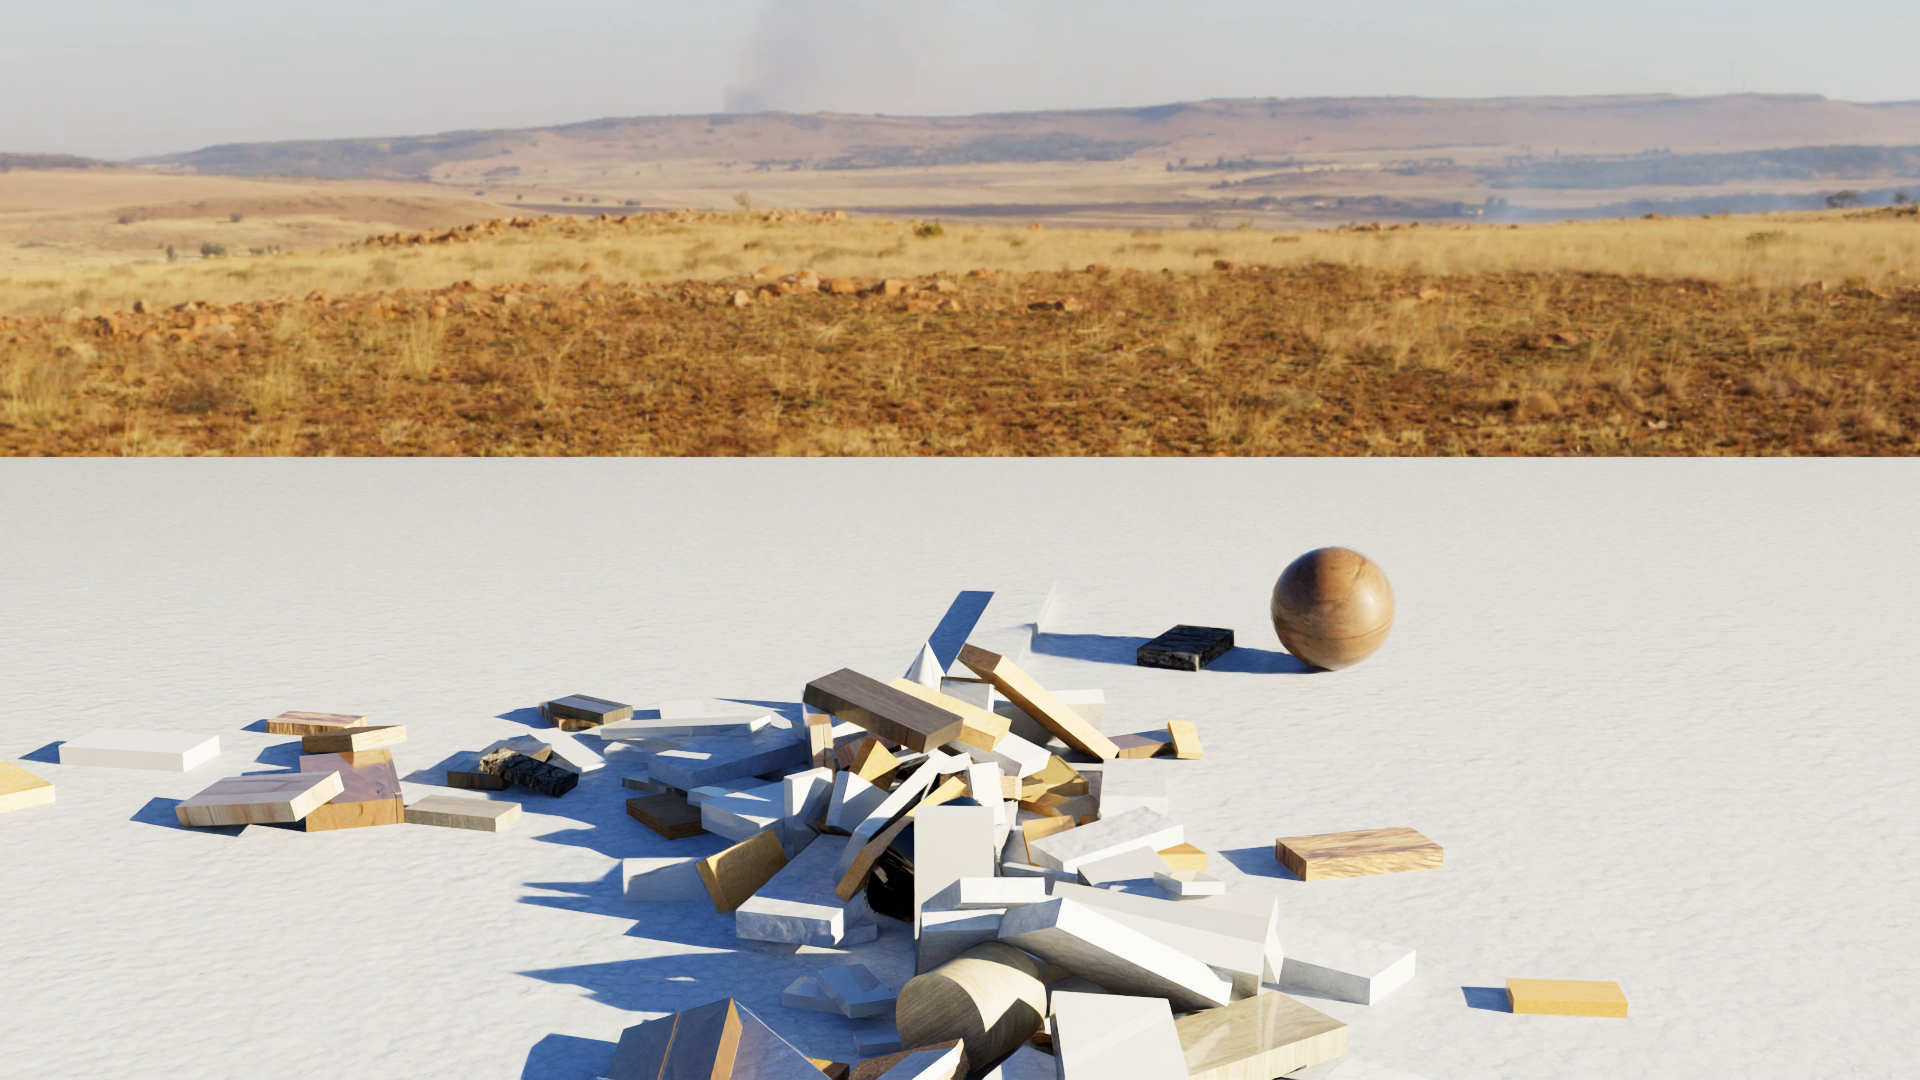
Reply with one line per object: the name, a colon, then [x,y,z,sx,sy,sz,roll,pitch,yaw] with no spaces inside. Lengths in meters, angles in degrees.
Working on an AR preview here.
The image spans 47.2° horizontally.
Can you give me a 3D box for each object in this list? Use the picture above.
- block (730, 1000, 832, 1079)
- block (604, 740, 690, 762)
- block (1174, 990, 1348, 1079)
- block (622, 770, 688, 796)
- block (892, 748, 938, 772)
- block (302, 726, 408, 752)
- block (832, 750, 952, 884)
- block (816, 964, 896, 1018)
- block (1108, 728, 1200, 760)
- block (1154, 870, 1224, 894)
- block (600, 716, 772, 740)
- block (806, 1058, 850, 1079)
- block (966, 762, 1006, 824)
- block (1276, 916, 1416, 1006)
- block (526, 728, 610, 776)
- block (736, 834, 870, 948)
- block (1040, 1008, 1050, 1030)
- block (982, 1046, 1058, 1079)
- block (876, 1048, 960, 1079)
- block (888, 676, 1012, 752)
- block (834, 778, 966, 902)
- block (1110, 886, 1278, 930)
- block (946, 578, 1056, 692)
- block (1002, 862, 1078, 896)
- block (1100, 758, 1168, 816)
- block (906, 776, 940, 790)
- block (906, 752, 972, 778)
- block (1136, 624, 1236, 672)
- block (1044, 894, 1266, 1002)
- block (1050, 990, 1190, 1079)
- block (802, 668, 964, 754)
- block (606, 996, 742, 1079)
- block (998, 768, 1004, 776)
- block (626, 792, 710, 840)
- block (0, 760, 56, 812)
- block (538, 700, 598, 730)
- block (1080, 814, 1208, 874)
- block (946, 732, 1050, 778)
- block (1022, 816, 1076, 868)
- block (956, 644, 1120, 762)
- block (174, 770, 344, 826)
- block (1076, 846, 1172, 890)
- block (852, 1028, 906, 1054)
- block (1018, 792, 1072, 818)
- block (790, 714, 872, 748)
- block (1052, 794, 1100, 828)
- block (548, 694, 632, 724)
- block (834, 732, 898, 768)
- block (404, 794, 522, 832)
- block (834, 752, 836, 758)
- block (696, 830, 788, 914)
block: [-0.250,0.688,2.841,0.090,0.025,0.510,-23,12,-20]
block: [-0.632,0.430,4.467,0.161,0.023,0.081,2,11,12]
block: [0.364,0.682,2.958,0.293,0.042,0.147,-8,13,-34]
block: [-0.582,0.472,4.256,0.131,0.019,0.066,7,13,33]
block: [-0.093,0.396,3.980,0.092,0.026,0.184,-19,-8,4]
block: [-1.228,0.403,4.454,0.115,0.033,0.230,-9,1,-41]
block: [-0.110,0.462,3.691,0.027,0.095,0.442,28,18,10]
block: [-0.151,0.651,3.177,0.071,0.020,0.142,-4,11,-23]
block: [0.385,0.420,4.514,0.196,0.026,0.093,-6,12,-27]
block: [0.350,0.524,3.364,0.067,0.019,0.134,1,-1,-13]
block: [-0.560,0.382,4.476,0.375,0.023,0.081,-5,6,31]
block: [-0.227,0.715,2.942,0.142,0.020,0.071,4,11,19]
block: [0.045,0.439,3.792,0.053,0.106,0.015,-5,-10,-23]
block: [0.516,0.629,3.345,0.313,0.041,0.146,8,13,37]
block: [-0.800,0.430,4.478,0.066,0.019,0.303,-6,12,-30]
block: [-0.216,0.563,3.561,0.157,0.044,0.391,3,11,16]
block: [0.104,0.676,3.122,0.049,0.014,0.097,-9,4,-42]
block: [0.082,0.713,2.698,0.147,0.042,0.311,17,12,21]
block: [-0.065,0.671,2.739,0.067,0.019,0.134,-15,4,34]
block: [-0.031,0.328,4.141,0.236,0.033,0.118,20,15,11]
block: [-0.094,0.484,3.595,0.026,0.091,0.392,37,21,11]
block: [0.339,0.576,3.296,0.257,0.036,0.128,1,25,17]
block: [0.116,0.227,5.509,0.147,0.042,1.080,1,11,8]
block: [0.135,0.571,3.587,0.136,0.068,0.019,5,12,27]
block: [0.328,0.464,4.146,0.120,0.034,0.387,1,5,5]
block: [-0.052,0.485,4.201,0.047,0.013,0.235,-4,11,-23]
block: [-0.040,0.419,4.037,0.095,0.027,0.191,-18,-4,-10]
block: [0.550,0.260,5.329,0.147,0.042,0.294,5,12,25]
block: [0.269,0.580,3.104,0.314,0.044,0.157,11,-26,12]
block: [0.202,0.663,2.798,0.156,0.044,0.311,4,12,-2]
block: [-0.138,0.304,3.944,0.259,0.037,0.130,21,20,26]
block: [-0.378,0.708,2.770,0.156,0.044,0.449,-17,11,4]
block: [0.048,0.414,3.918,0.053,0.015,0.106,2,-8,5]
block: [-0.532,0.507,4.045,0.094,0.027,0.189,-7,12,-31]
block: [-1.838,0.472,4.213,0.115,0.033,0.230,-10,14,-43]
block: [-0.847,0.376,4.753,0.085,0.024,0.170,-5,12,-25]
block: [0.319,0.531,3.845,0.120,0.034,0.239,4,8,-26]
block: [0.014,0.367,4.180,0.302,0.033,0.118,24,17,25]
block: [0.164,0.540,3.818,0.092,0.026,0.268,-7,12,-1]
block: [0.157,0.327,4.377,0.368,0.037,0.129,40,-14,-33]
block: [-1.281,0.473,4.020,0.273,0.039,0.136,-6,16,25]
block: [0.307,0.582,3.380,0.128,0.036,0.347,-14,25,-16]
block: [-0.097,0.696,3.061,0.097,0.014,0.049,-2,11,-12]
block: [0.174,0.497,4.116,0.136,0.019,0.068,10,14,43]
block: [-0.229,0.352,4.250,0.129,0.037,0.258,-21,7,-19]
block: [0.222,0.501,4.044,0.104,0.015,0.052,-11,43,-45]
block: [-0.790,0.361,4.702,0.170,0.024,0.085,8,13,36]
block: [-0.168,0.384,4.142,0.130,0.037,0.387,-22,-3,-4]
block: [-0.918,0.504,4.059,0.189,0.027,0.095,3,11,17]
block: [-0.264,0.399,4.500,0.093,0.026,0.185,-14,19,-1]
block: [-0.353,0.549,3.642,0.026,0.091,0.182,-29,-7,32]
